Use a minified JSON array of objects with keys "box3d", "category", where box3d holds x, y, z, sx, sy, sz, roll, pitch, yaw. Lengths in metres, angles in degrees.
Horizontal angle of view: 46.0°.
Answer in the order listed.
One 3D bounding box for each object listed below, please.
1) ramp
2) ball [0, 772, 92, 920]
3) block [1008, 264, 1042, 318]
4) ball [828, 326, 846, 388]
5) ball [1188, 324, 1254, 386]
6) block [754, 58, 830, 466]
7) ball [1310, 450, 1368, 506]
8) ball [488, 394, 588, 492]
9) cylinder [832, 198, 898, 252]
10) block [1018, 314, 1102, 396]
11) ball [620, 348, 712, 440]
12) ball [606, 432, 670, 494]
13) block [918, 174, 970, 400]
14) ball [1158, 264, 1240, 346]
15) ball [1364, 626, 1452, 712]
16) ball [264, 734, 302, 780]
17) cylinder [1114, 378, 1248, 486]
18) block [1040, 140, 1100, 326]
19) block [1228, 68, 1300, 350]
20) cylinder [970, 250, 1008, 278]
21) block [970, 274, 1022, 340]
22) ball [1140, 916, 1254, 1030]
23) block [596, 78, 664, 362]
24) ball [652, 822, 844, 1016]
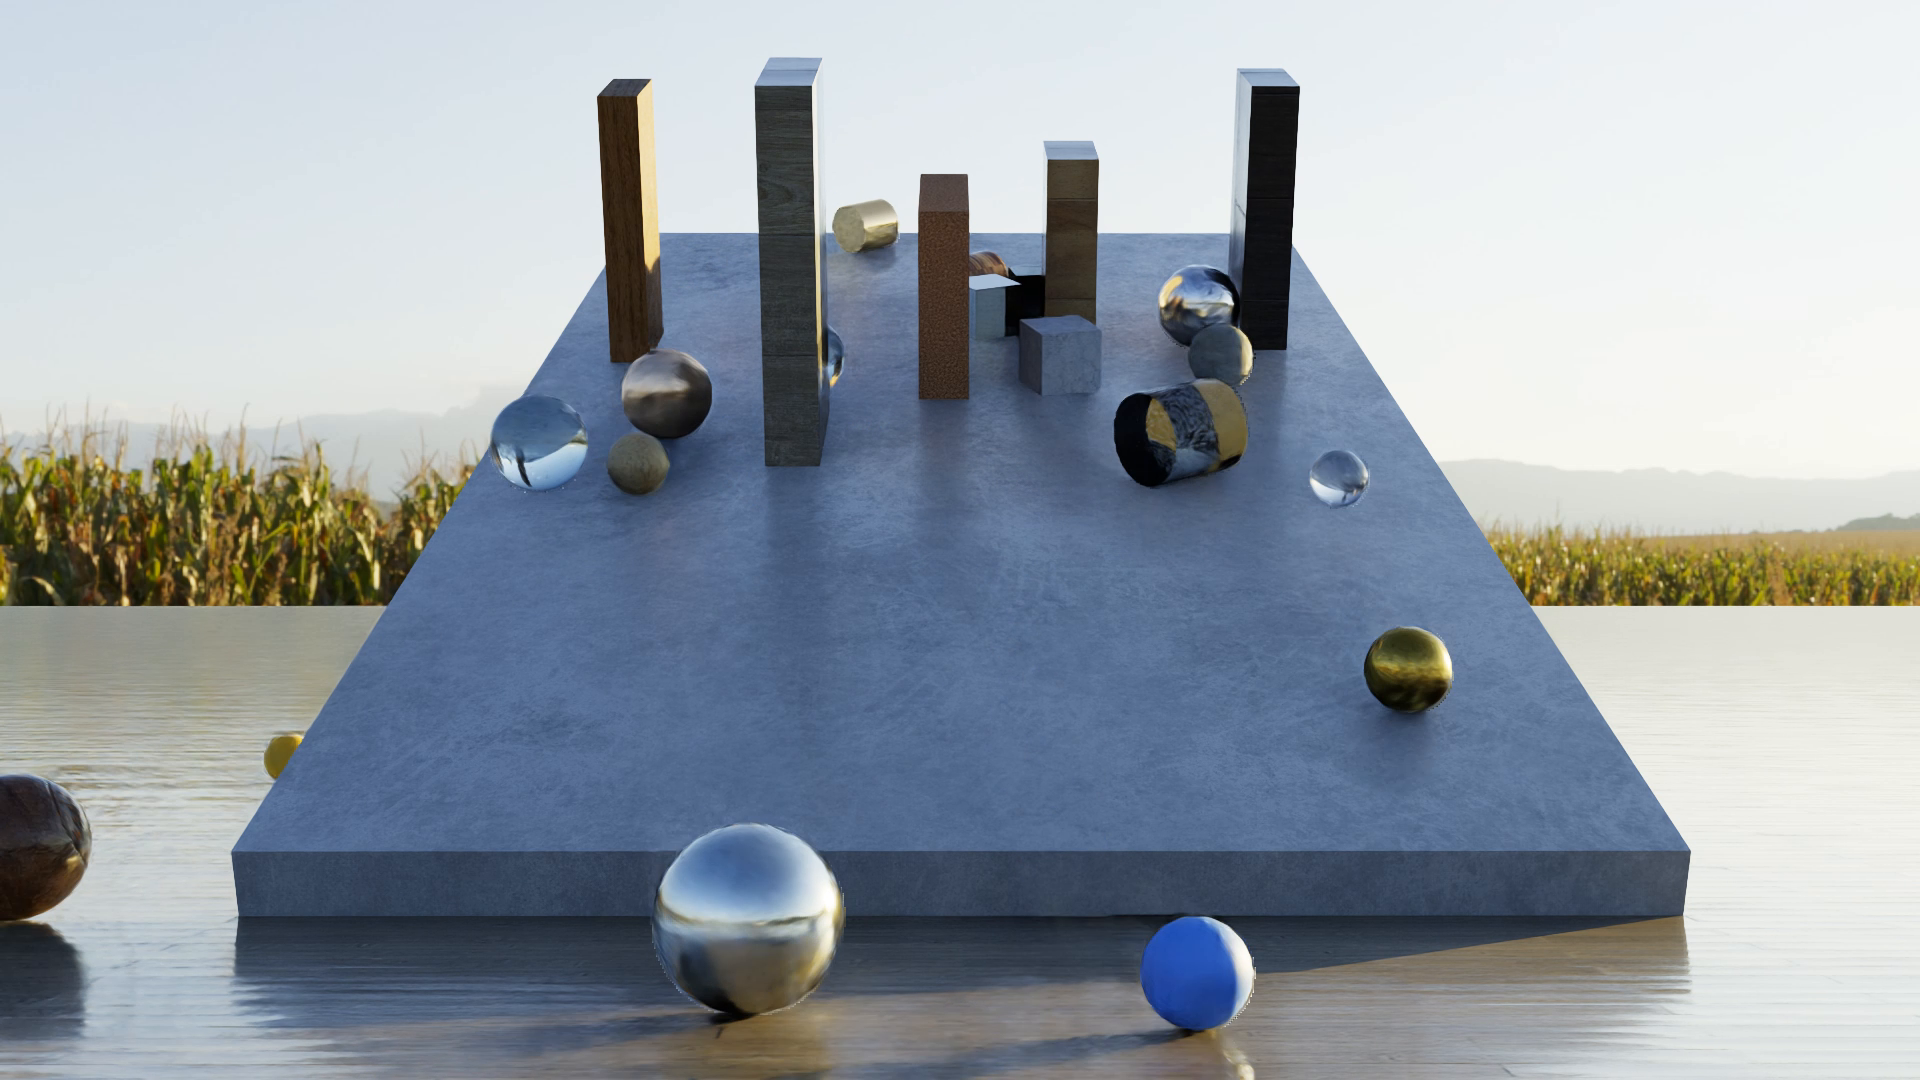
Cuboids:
[{"box3d":[-0.005,-0.205,4.999,2.000,0.100,4.000,0,20,0],"category":"ramp"},{"box3d":[-1.295,0.419,3.099,0.200,0.200,0.200,0,-2,0],"category":"ball"},{"box3d":[0.191,-0.651,5.922,0.112,0.112,0.112,-3,20,-9],"category":"block"},{"box3d":[-0.351,-0.414,5.130,0.181,0.181,0.181,0,-2,0],"category":"ball"},{"box3d":[0.604,-0.426,5.246,0.150,0.150,0.150,0,-2,0],"category":"ball"},{"box3d":[-0.348,-0.590,4.759,0.114,0.784,0.399,0,20,0],"category":"block"},{"box3d":[0.746,-0.121,4.455,0.113,0.113,0.113,0,-2,0],"category":"ball"},{"box3d":[-0.843,-0.194,4.530,0.195,0.195,0.195,0,-2,0],"category":"ball"},{"box3d":[-0.276,-0.921,6.631,0.138,0.138,0.138,-2,13,46],"category":"cylinder"},{"box3d":[0.232,-0.428,5.255,0.147,0.147,0.147,-7,21,-18],"category":"block"},{"box3d":[-0.629,-0.313,4.859,0.195,0.195,0.195,0,-2,0],"category":"ball"},{"box3d":[-0.643,-0.152,4.519,0.124,0.124,0.124,0,-2,0],"category":"ball"},{"box3d":[-0.037,-0.602,5.311,0.114,0.434,0.449,0,20,0],"category":"block"},{"box3d":[0.588,-0.577,5.584,0.204,0.204,0.204,0,-2,0],"category":"ball"},{"box3d":[0.698,0.201,3.528,0.135,0.135,0.135,0,-2,0],"category":"ball"},{"box3d":[-1.602,0.521,5.405,0.117,0.117,0.117,0,-2,0],"category":"ball"},{"box3d":[0.448,-0.220,4.610,0.192,0.192,0.192,-14,7,-34],"category":"cylinder"},{"box3d":[0.274,-0.751,5.690,0.126,0.459,0.262,0,20,0],"category":"block"},{"box3d":[0.748,-0.823,5.615,0.115,0.645,0.297,0,20,0],"category":"block"},{"box3d":[0.028,-0.681,5.960,0.143,0.143,0.143,-2,13,46],"category":"cylinder"},{"box3d":[0.065,-0.589,5.724,0.130,0.130,0.130,-10,22,-27],"category":"block"},{"box3d":[0.241,0.441,2.307,0.115,0.115,0.115,0,-2,0],"category":"ball"},{"box3d":[-0.797,-0.776,5.490,0.094,0.638,0.277,0,20,0],"category":"block"},{"box3d":[-0.224,0.400,2.397,0.202,0.202,0.202,0,-2,0],"category":"ball"}]
